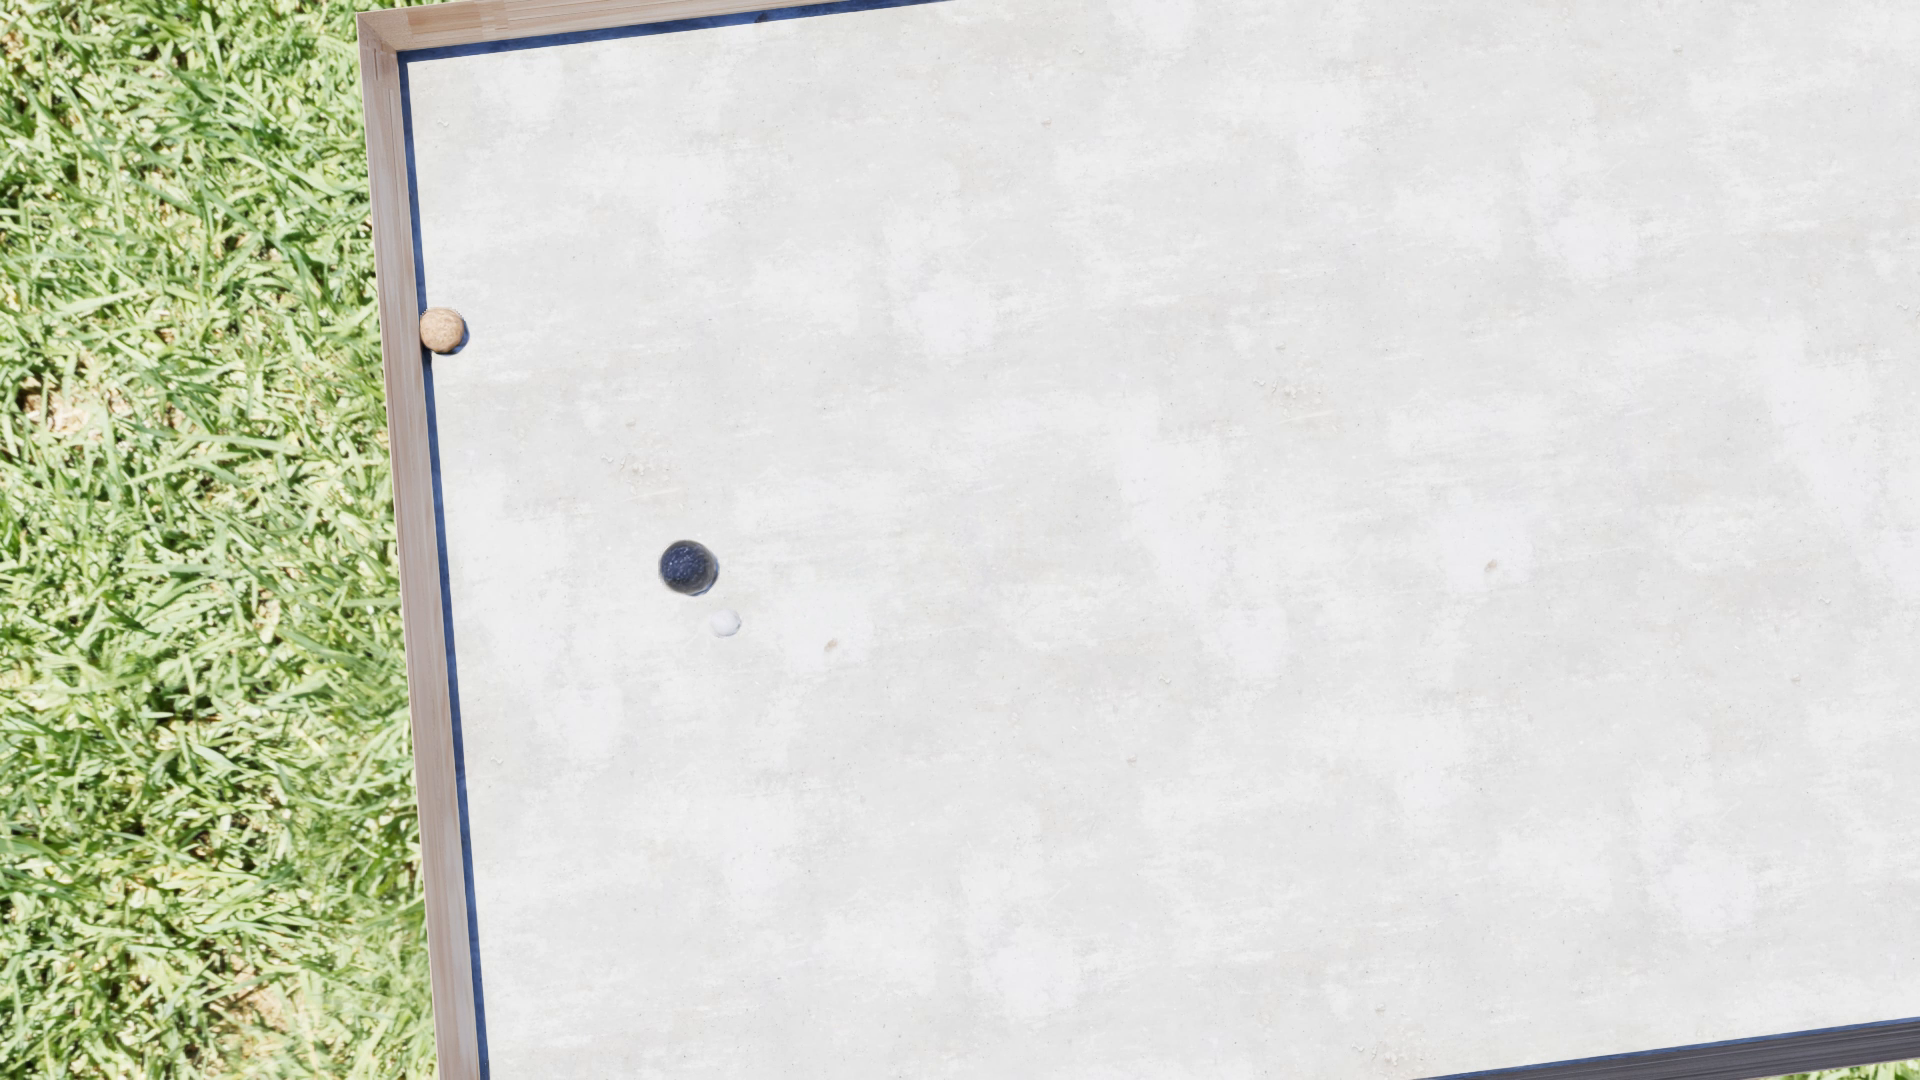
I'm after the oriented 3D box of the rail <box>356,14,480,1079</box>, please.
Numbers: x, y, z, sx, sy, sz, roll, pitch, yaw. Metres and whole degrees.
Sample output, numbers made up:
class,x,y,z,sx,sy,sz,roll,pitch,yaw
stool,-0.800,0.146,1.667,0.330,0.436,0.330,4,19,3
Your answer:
class,x,y,z,sx,sy,sz,roll,pitch,yaw
rail,-0.789,0.090,3.247,0.045,0.108,1.816,-7,80,-1

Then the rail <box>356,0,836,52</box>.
class,x,y,z,sx,sy,sz,roll,pitch,yaw
rail,0.706,-0.965,3.433,3.273,0.108,0.045,-7,80,-1

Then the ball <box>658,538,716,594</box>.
class,x,y,z,sx,sy,sz,roll,pitch,yaw
ball,-0.406,0.040,3.270,0.083,0.083,0.083,0,80,0

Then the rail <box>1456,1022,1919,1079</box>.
class,x,y,z,sx,sy,sz,roll,pitch,yaw
rail,0.919,0.764,3.129,3.273,0.108,0.045,-7,80,-1

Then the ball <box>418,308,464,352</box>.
class,x,y,z,sx,sy,sz,roll,pitch,yaw
ball,-0.788,-0.319,3.341,0.068,0.068,0.068,0,80,0

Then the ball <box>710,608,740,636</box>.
class,x,y,z,sx,sy,sz,roll,pitch,yaw
ball,-0.351,0.122,3.276,0.043,0.043,0.043,0,80,0
